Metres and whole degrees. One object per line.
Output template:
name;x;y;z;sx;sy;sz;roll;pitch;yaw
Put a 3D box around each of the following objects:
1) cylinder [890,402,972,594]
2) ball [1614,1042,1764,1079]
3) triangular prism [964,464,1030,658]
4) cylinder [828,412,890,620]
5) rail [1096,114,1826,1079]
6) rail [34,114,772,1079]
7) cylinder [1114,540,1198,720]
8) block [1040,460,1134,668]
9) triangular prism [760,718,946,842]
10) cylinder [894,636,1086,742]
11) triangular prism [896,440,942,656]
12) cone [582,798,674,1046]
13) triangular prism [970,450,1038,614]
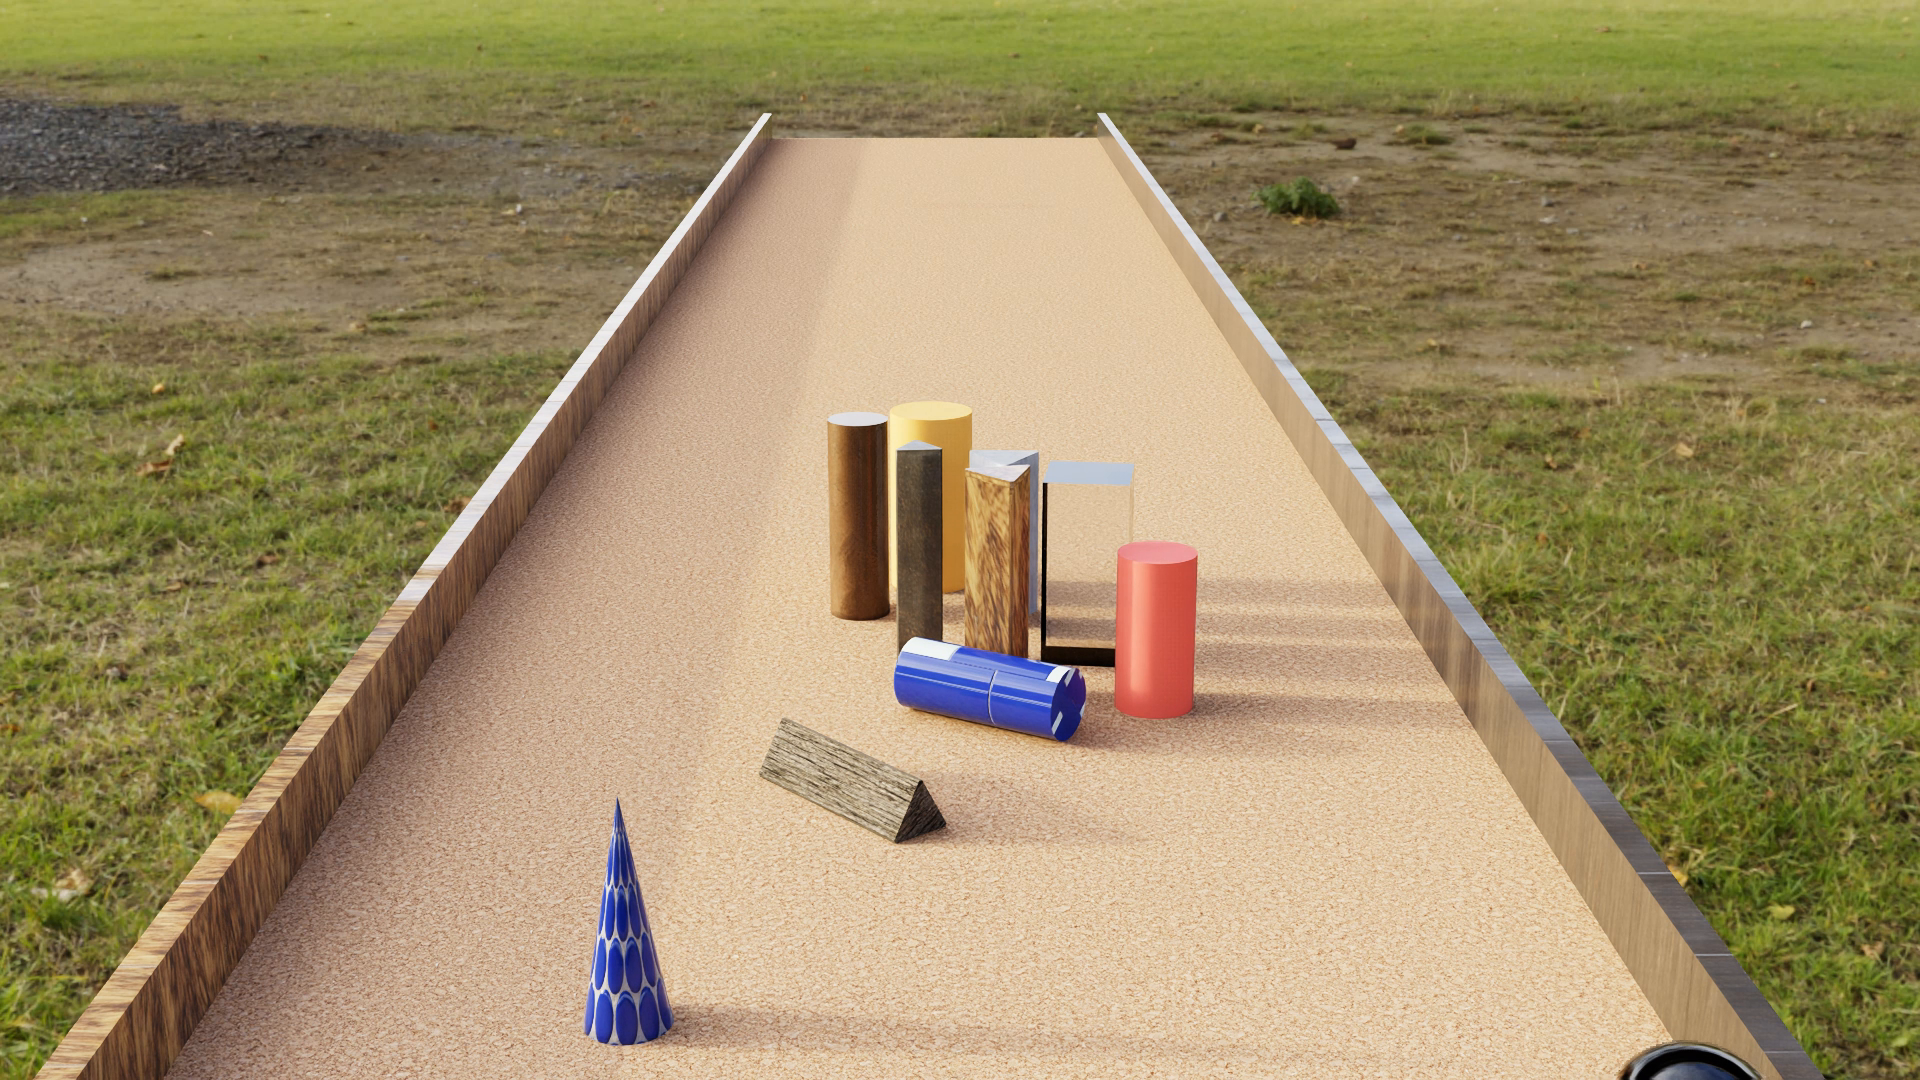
cylinder;-0.063;-0.095;4.859;0.180;0.392;0.180;0;17;0
ball;0.850;0.688;2.550;0.207;0.207;0.207;0;17;0
triangular prism;0.091;0.084;4.157;0.107;0.448;0.124;-15;22;-41
cylinder;-0.214;-0.050;4.652;0.127;0.424;0.127;0;17;0
rail;0.932;-0.844;7.801;0.050;0.150;12.000;0;17;-1
rail;-1.118;-0.838;7.780;0.050;0.150;12.000;0;17;-1
cylinder;0.367;0.168;4.131;0.149;0.303;0.149;0;17;0
block;0.256;0.047;4.409;0.170;0.376;0.170;2;17;7
triangular prism;-0.187;0.395;3.722;0.110;0.095;0.373;-13;21;-39
cylinder;0.054;0.274;4.068;0.334;0.135;0.135;10;19;30
triangular prism;-0.084;0.025;4.364;0.090;0.443;0.078;-2;17;-6
cone;-0.454;0.499;2.959;0.123;0.336;0.123;0;17;0
triangular prism;0.075;-0.010;4.645;0.123;0.352;0.143;10;19;30
